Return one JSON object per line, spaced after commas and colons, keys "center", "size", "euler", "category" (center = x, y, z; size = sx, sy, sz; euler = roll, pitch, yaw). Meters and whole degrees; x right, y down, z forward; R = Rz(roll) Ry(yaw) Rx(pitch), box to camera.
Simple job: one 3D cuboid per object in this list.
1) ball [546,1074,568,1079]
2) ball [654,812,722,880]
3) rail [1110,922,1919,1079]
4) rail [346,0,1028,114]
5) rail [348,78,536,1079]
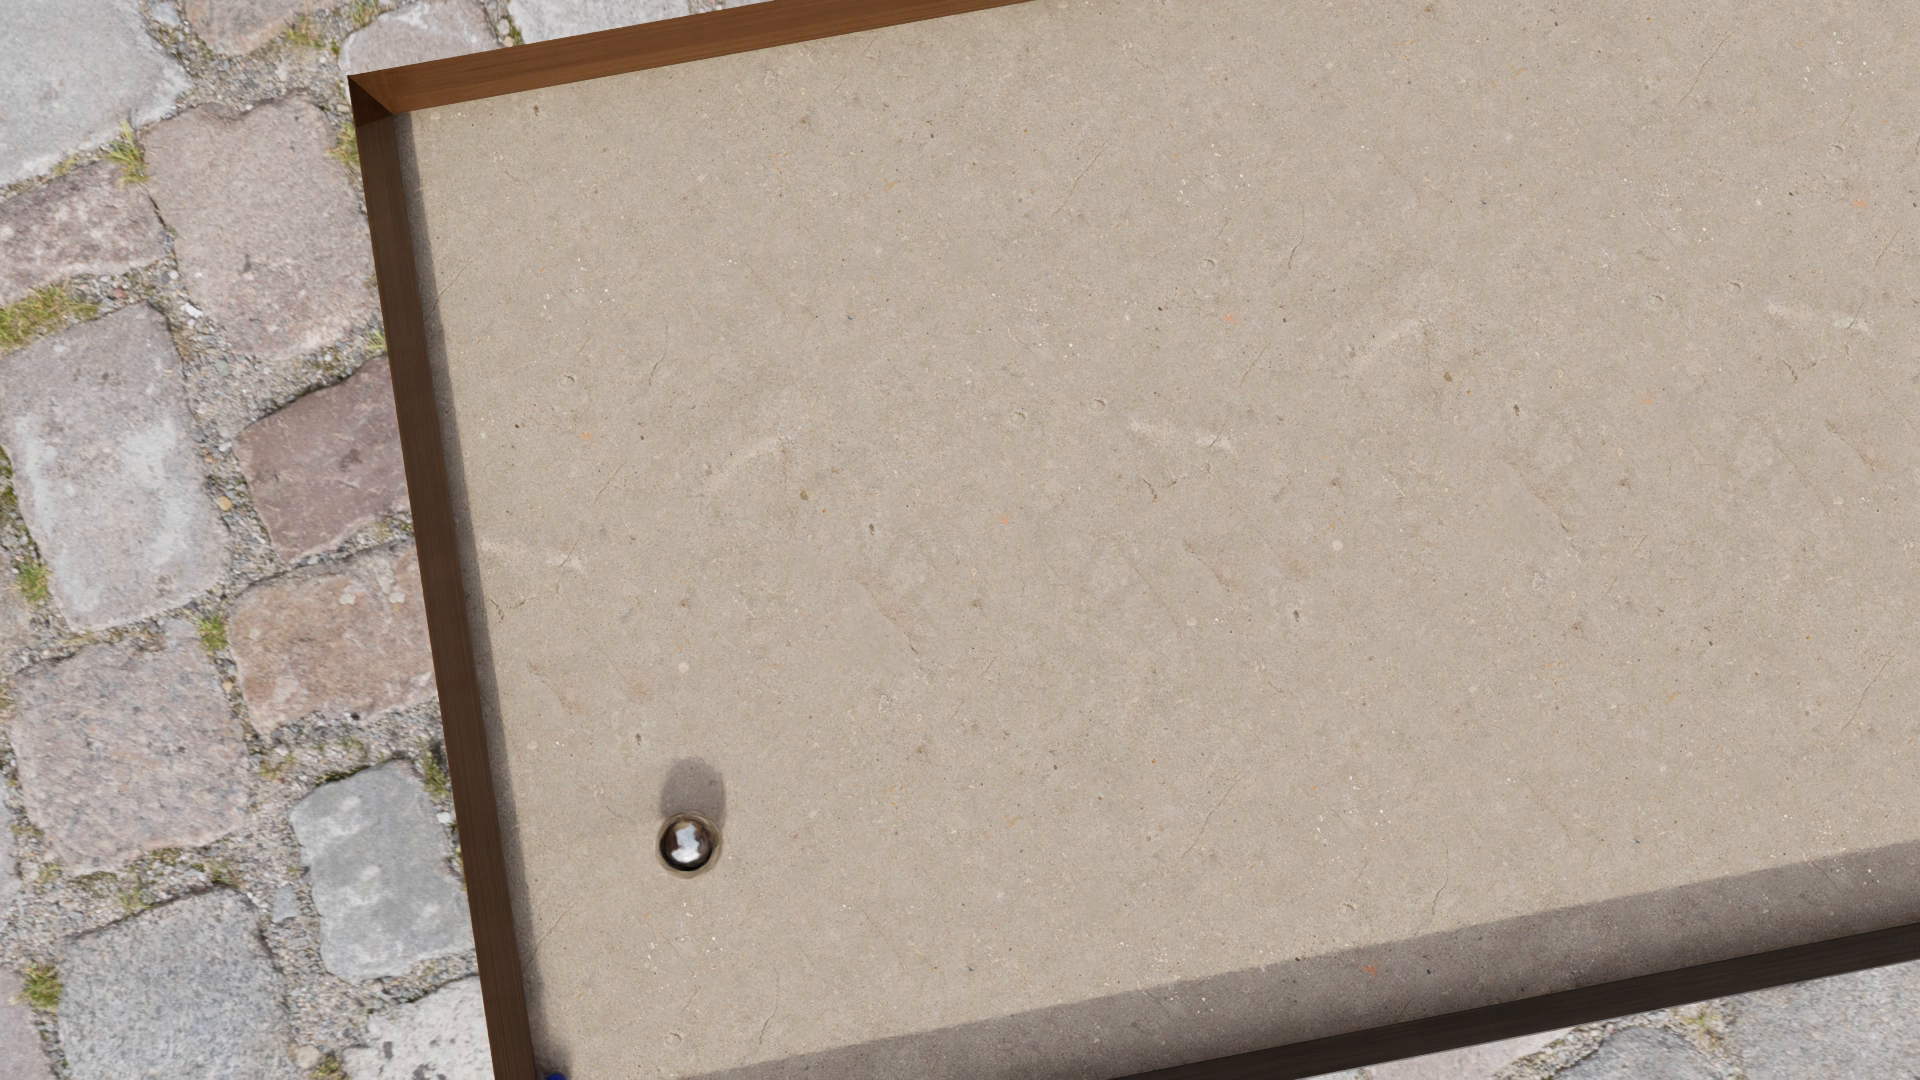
{"center": [-0.580, 0.789, 3.158], "size": [0.044, 0.044, 0.044], "euler": [0, 80, 0], "category": "ball"}
{"center": [-0.394, 0.443, 3.192], "size": [0.098, 0.098, 0.098], "euler": [0, 80, 0], "category": "ball"}
{"center": [0.920, 0.656, 3.138], "size": [3.122, 0.127, 0.045], "euler": [-10, 80, -2], "category": "rail"}
{"center": [0.613, -0.951, 3.423], "size": [3.122, 0.127, 0.045], "euler": [-10, 80, -2], "category": "rail"}
{"center": [-0.744, 0.132, 3.231], "size": [0.045, 0.127, 1.708], "euler": [-10, 80, -2], "category": "rail"}
